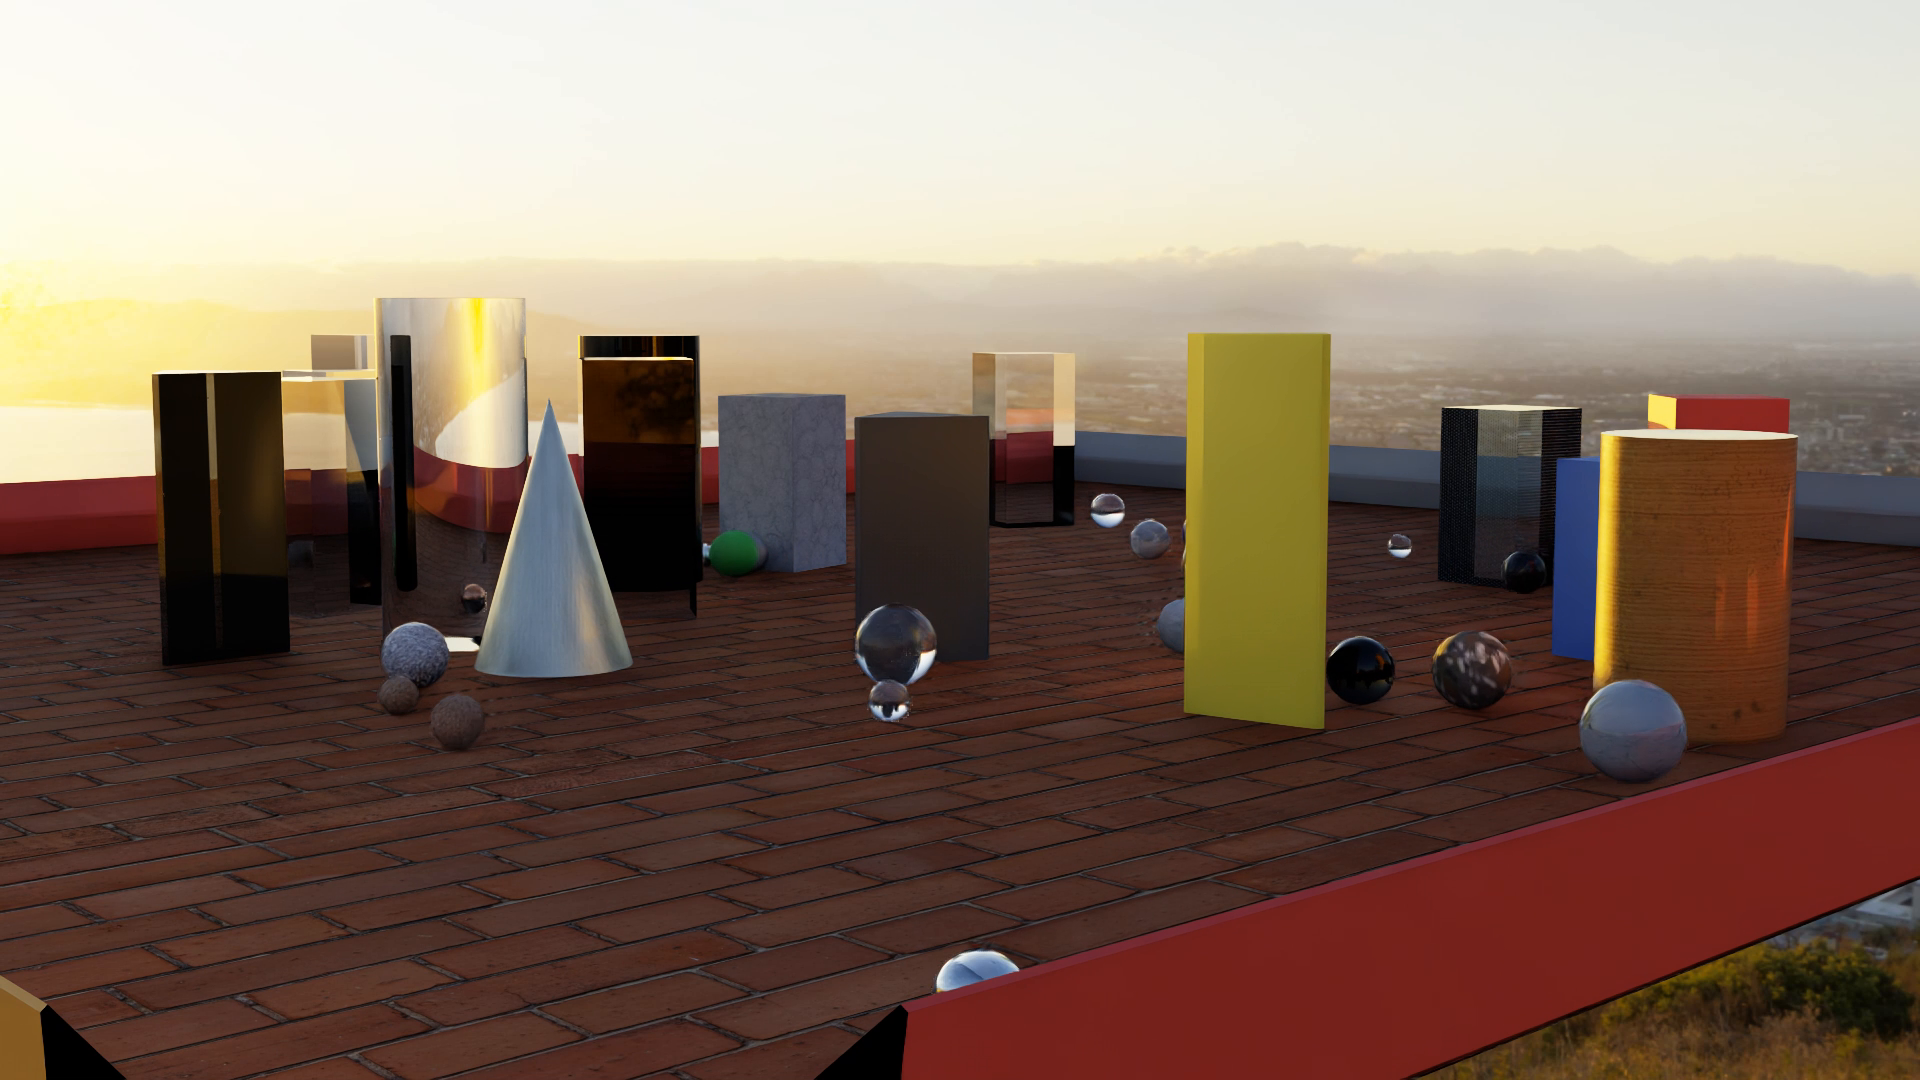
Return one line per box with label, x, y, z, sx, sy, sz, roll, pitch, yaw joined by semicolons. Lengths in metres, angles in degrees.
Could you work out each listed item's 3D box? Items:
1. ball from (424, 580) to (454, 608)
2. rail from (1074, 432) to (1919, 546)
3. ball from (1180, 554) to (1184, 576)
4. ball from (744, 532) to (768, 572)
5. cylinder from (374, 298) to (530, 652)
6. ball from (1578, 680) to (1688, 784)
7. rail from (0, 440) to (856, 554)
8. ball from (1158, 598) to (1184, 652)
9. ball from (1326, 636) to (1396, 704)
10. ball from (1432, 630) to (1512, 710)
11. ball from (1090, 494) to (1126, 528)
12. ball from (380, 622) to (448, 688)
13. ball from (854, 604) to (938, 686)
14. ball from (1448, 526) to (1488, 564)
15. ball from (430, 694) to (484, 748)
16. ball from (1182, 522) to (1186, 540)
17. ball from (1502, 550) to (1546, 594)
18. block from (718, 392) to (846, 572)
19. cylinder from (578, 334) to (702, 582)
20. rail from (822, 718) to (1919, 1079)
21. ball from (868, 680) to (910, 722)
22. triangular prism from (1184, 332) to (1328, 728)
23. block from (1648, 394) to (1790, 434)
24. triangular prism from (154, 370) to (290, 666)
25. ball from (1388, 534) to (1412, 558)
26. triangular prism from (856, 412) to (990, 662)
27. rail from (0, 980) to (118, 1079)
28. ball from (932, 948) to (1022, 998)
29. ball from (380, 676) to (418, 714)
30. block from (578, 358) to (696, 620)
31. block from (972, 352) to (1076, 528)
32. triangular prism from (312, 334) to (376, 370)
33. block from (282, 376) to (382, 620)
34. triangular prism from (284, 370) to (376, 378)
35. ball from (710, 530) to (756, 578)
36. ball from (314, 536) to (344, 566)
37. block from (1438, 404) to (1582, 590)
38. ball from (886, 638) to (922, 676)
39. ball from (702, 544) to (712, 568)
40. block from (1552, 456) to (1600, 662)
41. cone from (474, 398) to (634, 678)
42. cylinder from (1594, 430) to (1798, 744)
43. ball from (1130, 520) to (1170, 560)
ball;-0.781;0.081;3.292;0.044;0.044;0.044;0;6;0
rail;1.374;-0.098;4.593;0.045;0.129;3.405;-5;8;-42
ball;0.393;0.039;3.515;0.082;0.082;0.082;0;6;0
ball;-0.362;0.020;3.751;0.070;0.070;0.070;0;6;0
cylinder;-0.679;-0.093;2.954;0.198;0.461;0.198;0;6;0
ball;0.636;0.181;2.078;0.098;0.098;0.098;0;6;0
rail;-1.138;-0.095;4.559;3.786;0.129;0.045;-5;8;-42
ball;0.293;0.112;2.871;0.071;0.071;0.071;0;6;0
ball;0.454;0.148;2.491;0.077;0.077;0.077;0;6;0
ball;0.573;0.145;2.461;0.089;0.089;0.089;0;6;0
ball;0.304;-0.061;4.518;0.072;0.072;0.072;0;6;0
ball;-0.644;0.136;2.597;0.078;0.078;0.078;0;6;0
ball;-0.076;0.125;2.609;0.099;0.099;0.099;0;6;0
ball;0.894;0.010;3.870;0.066;0.066;0.066;0;6;0
ball;-0.513;0.185;2.246;0.055;0.055;0.055;0;6;0
ball;0.446;-0.013;4.036;0.078;0.078;0.078;0;6;0
ball;0.891;0.050;3.472;0.068;0.068;0.068;0;6;0
block;-0.309;-0.104;3.841;0.158;0.298;0.158;4;7;32
cylinder;-0.525;-0.134;3.621;0.198;0.404;0.198;0;6;0
rail;1.138;0.161;2.105;3.786;0.129;0.045;-5;8;-42
ball;-0.077;0.174;2.390;0.045;0.045;0.045;0;6;0
triangular prism;0.362;-0.018;2.436;0.171;0.420;0.148;5;7;37
block;1.105;-0.050;3.224;0.158;0.319;0.158;0;6;4
triangular prism;-0.991;-0.036;2.859;0.148;0.366;0.171;6;8;45
ball;0.794;0.012;3.967;0.042;0.042;0.042;0;6;0
triangular prism;-0.064;-0.007;2.851;0.171;0.312;0.148;-1;6;-14
rail;-1.374;0.165;2.071;0.045;0.129;3.405;-5;8;-42
ball;0.012;0.278;1.338;0.058;0.058;0.058;0;6;0
ball;-0.620;0.172;2.430;0.043;0.043;0.043;0;6;0
block;-0.477;-0.079;3.238;0.158;0.374;0.158;-1;6;-12
block;0.132;-0.212;4.594;0.158;0.357;0.158;-3;7;-26
triangular prism;-1.058;-0.171;3.989;0.171;0.401;0.148;6;8;43
block;-0.965;-0.067;3.271;0.158;0.344;0.158;3;7;28
triangular prism;-1.025;-0.113;3.699;0.148;0.345;0.171;-5;8;-42
ball;-0.379;0.023;3.676;0.079;0.079;0.079;0;6;0
ball;-1.105;0.019;3.856;0.051;0.051;0.051;0;6;0
block;0.902;-0.074;3.610;0.158;0.286;0.158;-4;7;-37
ball;-0.069;0.143;2.694;0.046;0.046;0.046;0;6;0
ball;-0.445;0.028;3.820;0.041;0.041;0.041;0;6;0
block;0.879;0.024;2.825;0.158;0.254;0.158;-4;7;-36
cone;-0.512;-0.011;2.759;0.198;0.337;0.198;0;6;0
cylinder;0.782;0.044;2.345;0.198;0.314;0.198;0;6;0
ball;0.340;0.000;3.937;0.071;0.071;0.071;0;6;0
